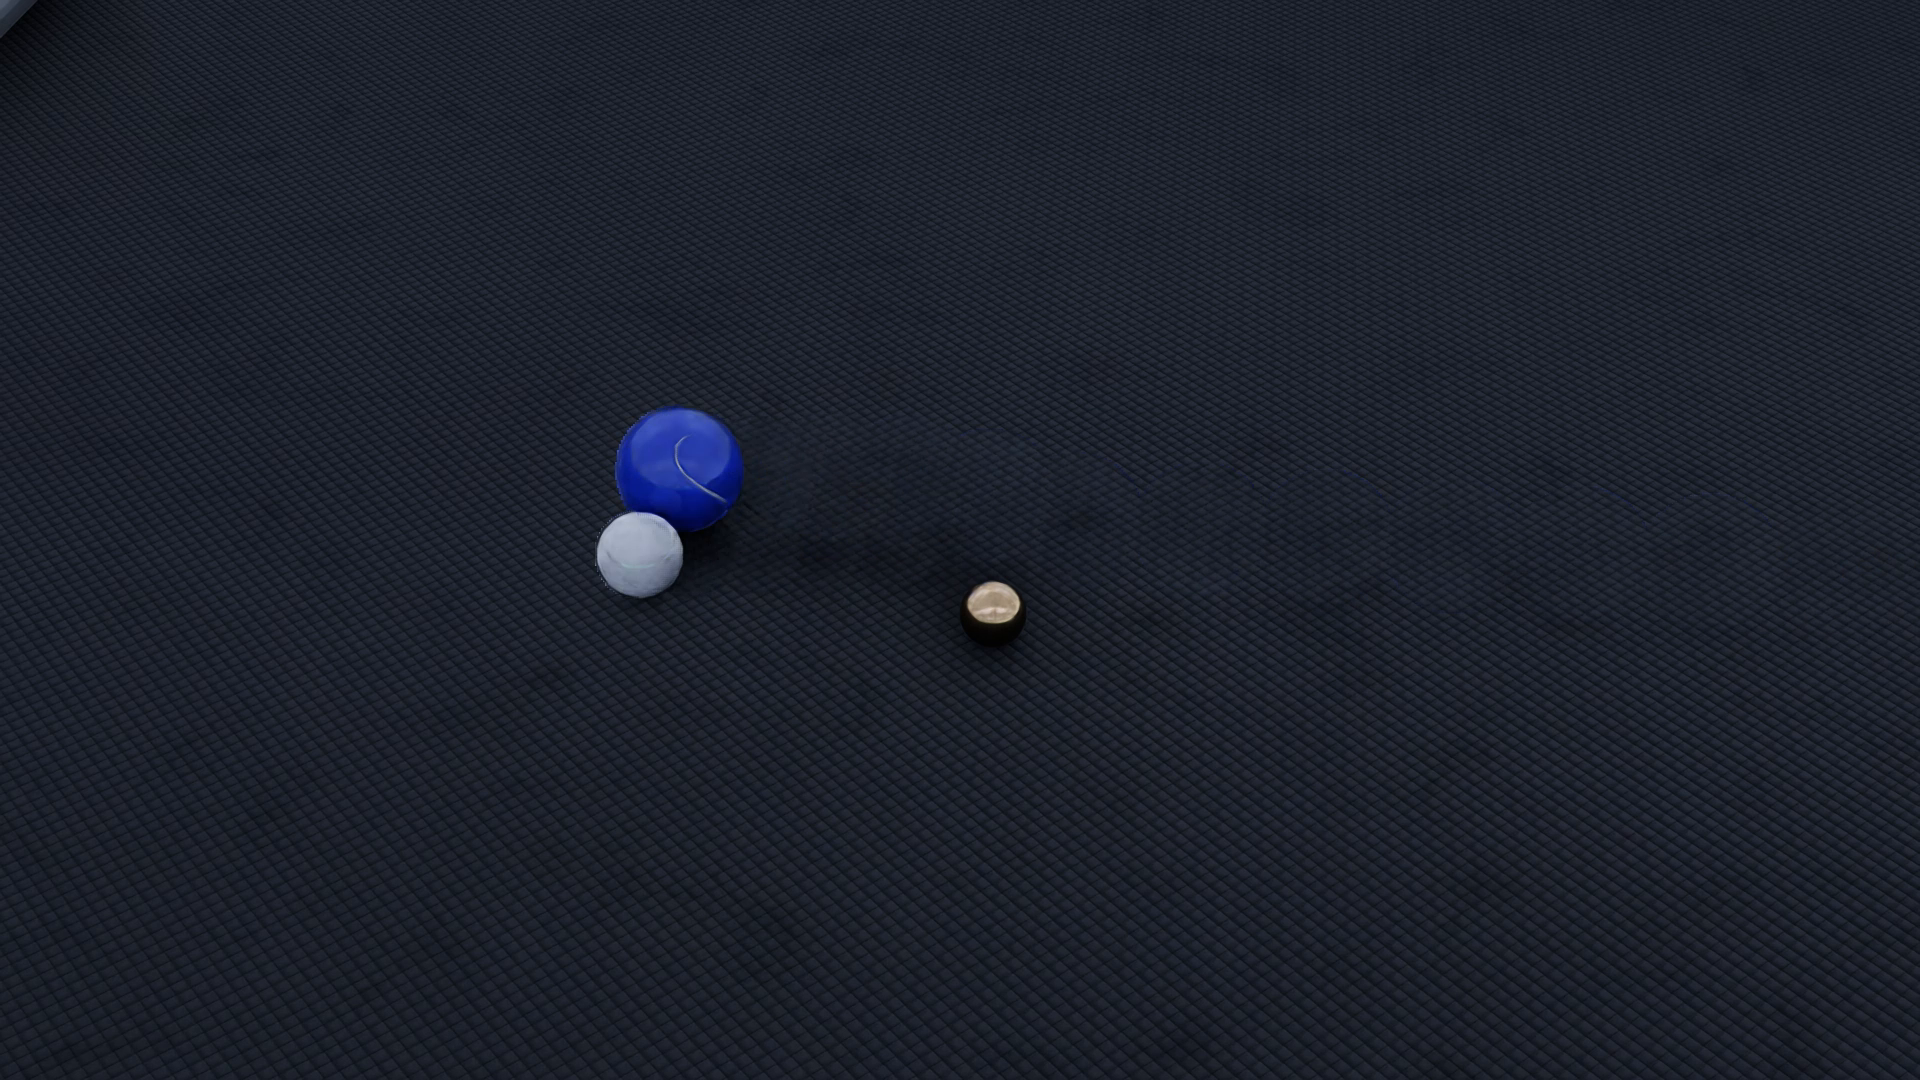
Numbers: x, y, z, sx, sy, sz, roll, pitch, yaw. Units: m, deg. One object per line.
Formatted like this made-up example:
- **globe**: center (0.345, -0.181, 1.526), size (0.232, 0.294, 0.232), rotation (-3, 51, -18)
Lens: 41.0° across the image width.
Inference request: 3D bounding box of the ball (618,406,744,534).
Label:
- **ball**: center (-0.191, -0.048, 1.752), size (0.086, 0.086, 0.086), rotation (0, 36, 0)

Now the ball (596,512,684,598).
- **ball**: center (-0.212, 0.010, 1.697), size (0.057, 0.057, 0.057), rotation (0, 36, 0)

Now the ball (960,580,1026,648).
- **ball**: center (0.021, 0.047, 1.657), size (0.044, 0.044, 0.044), rotation (0, 36, 0)

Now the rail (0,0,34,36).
- **rail**: center (-0.963, -0.089, 1.786), size (0.045, 0.112, 2.379), rotation (4, 36, 5)
